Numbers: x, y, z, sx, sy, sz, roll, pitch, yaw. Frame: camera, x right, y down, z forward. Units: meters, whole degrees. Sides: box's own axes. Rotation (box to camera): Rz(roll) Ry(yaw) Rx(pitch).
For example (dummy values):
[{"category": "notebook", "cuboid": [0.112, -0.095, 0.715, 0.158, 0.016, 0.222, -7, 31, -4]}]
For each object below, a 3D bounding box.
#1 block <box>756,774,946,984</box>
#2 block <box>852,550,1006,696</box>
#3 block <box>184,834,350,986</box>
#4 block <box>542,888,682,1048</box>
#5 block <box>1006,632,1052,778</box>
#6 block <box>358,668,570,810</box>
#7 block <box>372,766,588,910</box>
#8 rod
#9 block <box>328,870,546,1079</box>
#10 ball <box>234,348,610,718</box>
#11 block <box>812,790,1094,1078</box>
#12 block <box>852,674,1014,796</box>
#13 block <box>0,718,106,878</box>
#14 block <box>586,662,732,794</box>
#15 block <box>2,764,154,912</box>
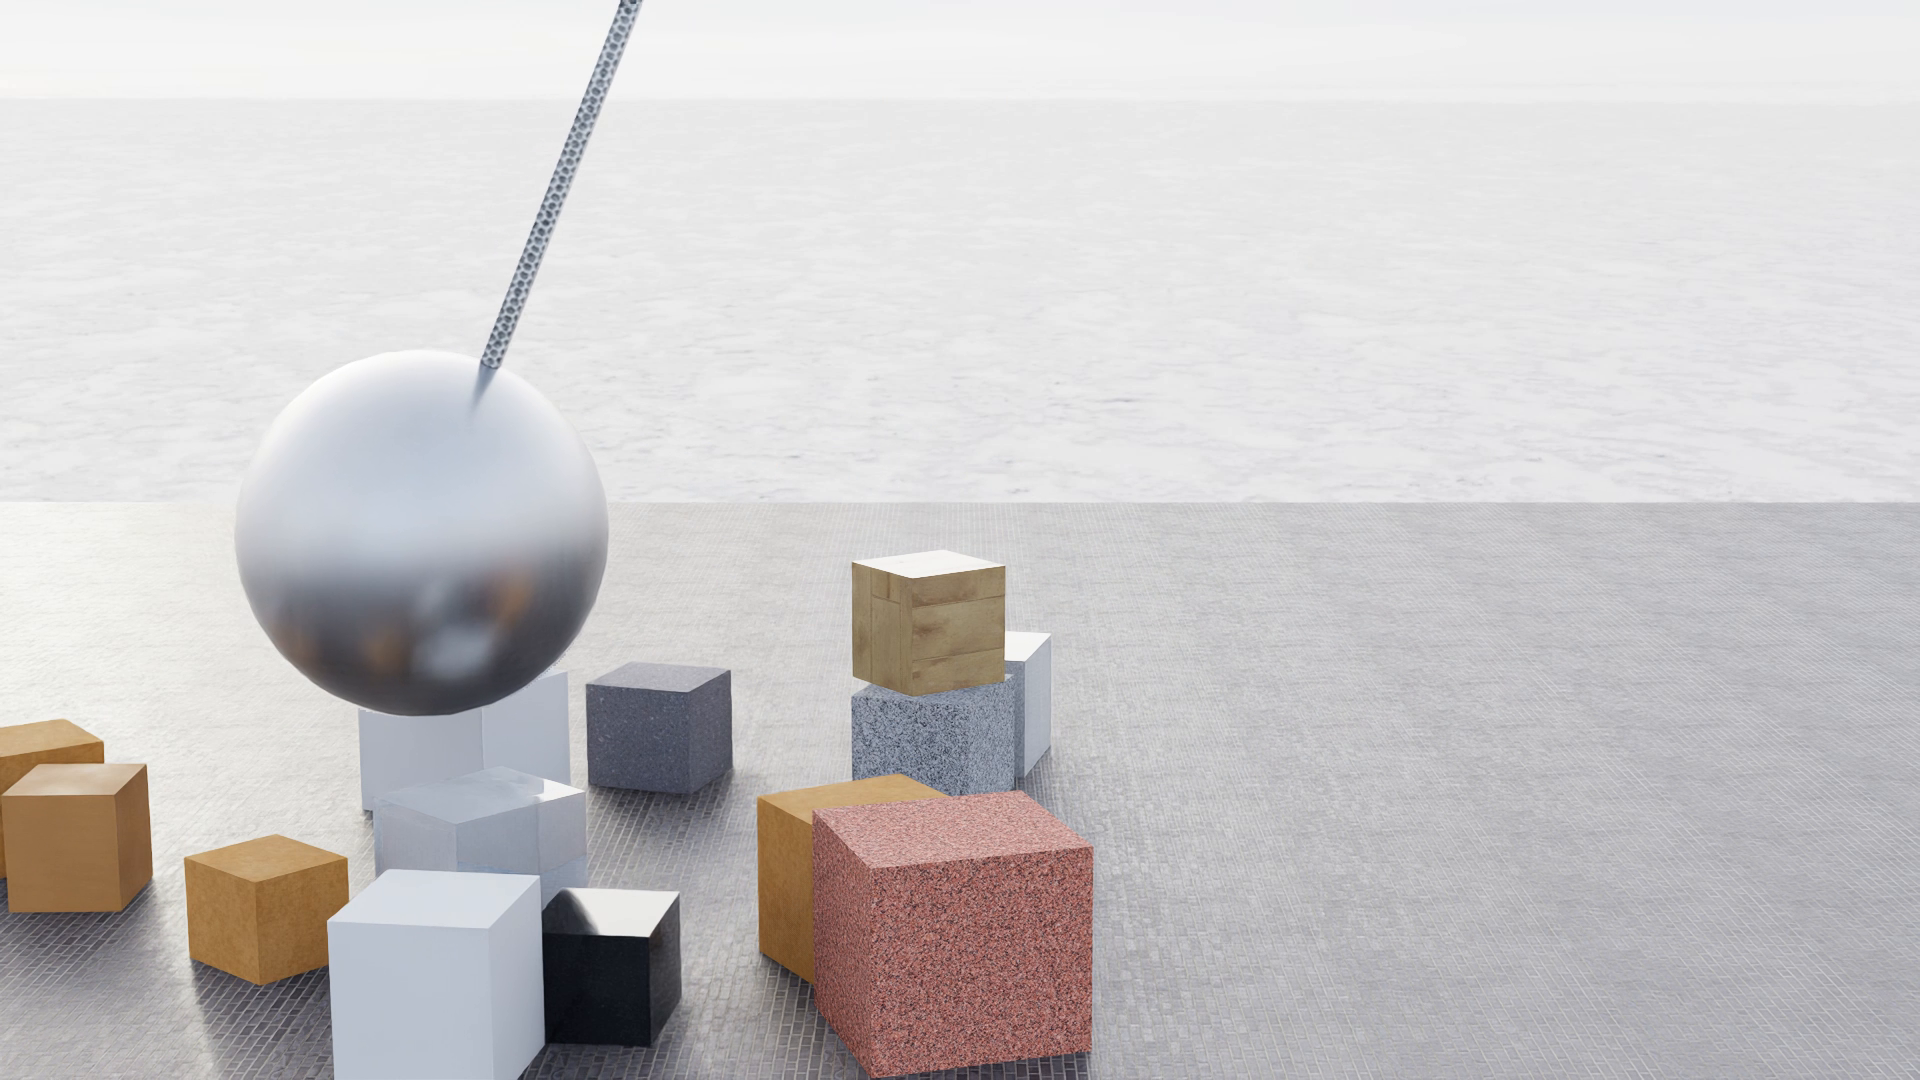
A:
[{"category": "block", "cuboid": [-0.364, 1.366, 10.245, 0.661, 0.648, 0.651, -6, 12, -30]}, {"category": "block", "cuboid": [-0.155, 0.398, 12.542, 0.550, 0.577, 0.518, -7, 13, -35]}, {"category": "block", "cuboid": [-2.774, 1.474, 10.287, 0.496, 0.419, 0.429, 9, 14, 41]}, {"category": "block", "cuboid": [-1.329, 1.595, 9.613, 0.461, 0.423, 0.519, 1, 10, 6]}, {"category": "block", "cuboid": [0.087, 0.832, 13.303, 0.652, 0.602, 0.660, 2, 11, 13]}, {"category": "block", "cuboid": [-2.400, 0.968, 12.440, 0.768, 0.644, 0.642, 6, 12, 29]}, {"category": "block", "cuboid": [-1.976, 1.332, 10.595, 0.575, 0.588, 0.649, 10, 14, 42]}, {"category": "rod", "cuboid": [-1.011, -3.112, 10.614, 0.080, 5.200, 0.080, 23, 10, -4]}, {"category": "block", "cuboid": [-1.844, 1.577, 9.096, 0.572, 0.643, 0.590, 1, 10, 8]}, {"category": "ball", "cuboid": [-2.333, -0.030, 11.175, 1.600, 1.600, 1.600, 0, 10, 0]}, {"category": "block", "cuboid": [-0.039, 1.437, 9.501, 0.835, 0.773, 0.773, -3, 11, -18]}, {"category": "block", "cuboid": [-0.125, 0.988, 12.523, 0.594, 0.576, 0.685, 4, 11, 19]}, {"category": "block", "cuboid": [-4.212, 1.164, 11.630, 0.512, 0.549, 0.527, -8, 13, -37]}, {"category": "block", "cuboid": [-1.513, 0.940, 12.949, 0.556, 0.518, 0.531, 3, 11, 18]}, {"category": "block", "cuboid": [-3.805, 1.281, 11.084, 0.471, 0.514, 0.500, 0, 10, -2]}]
